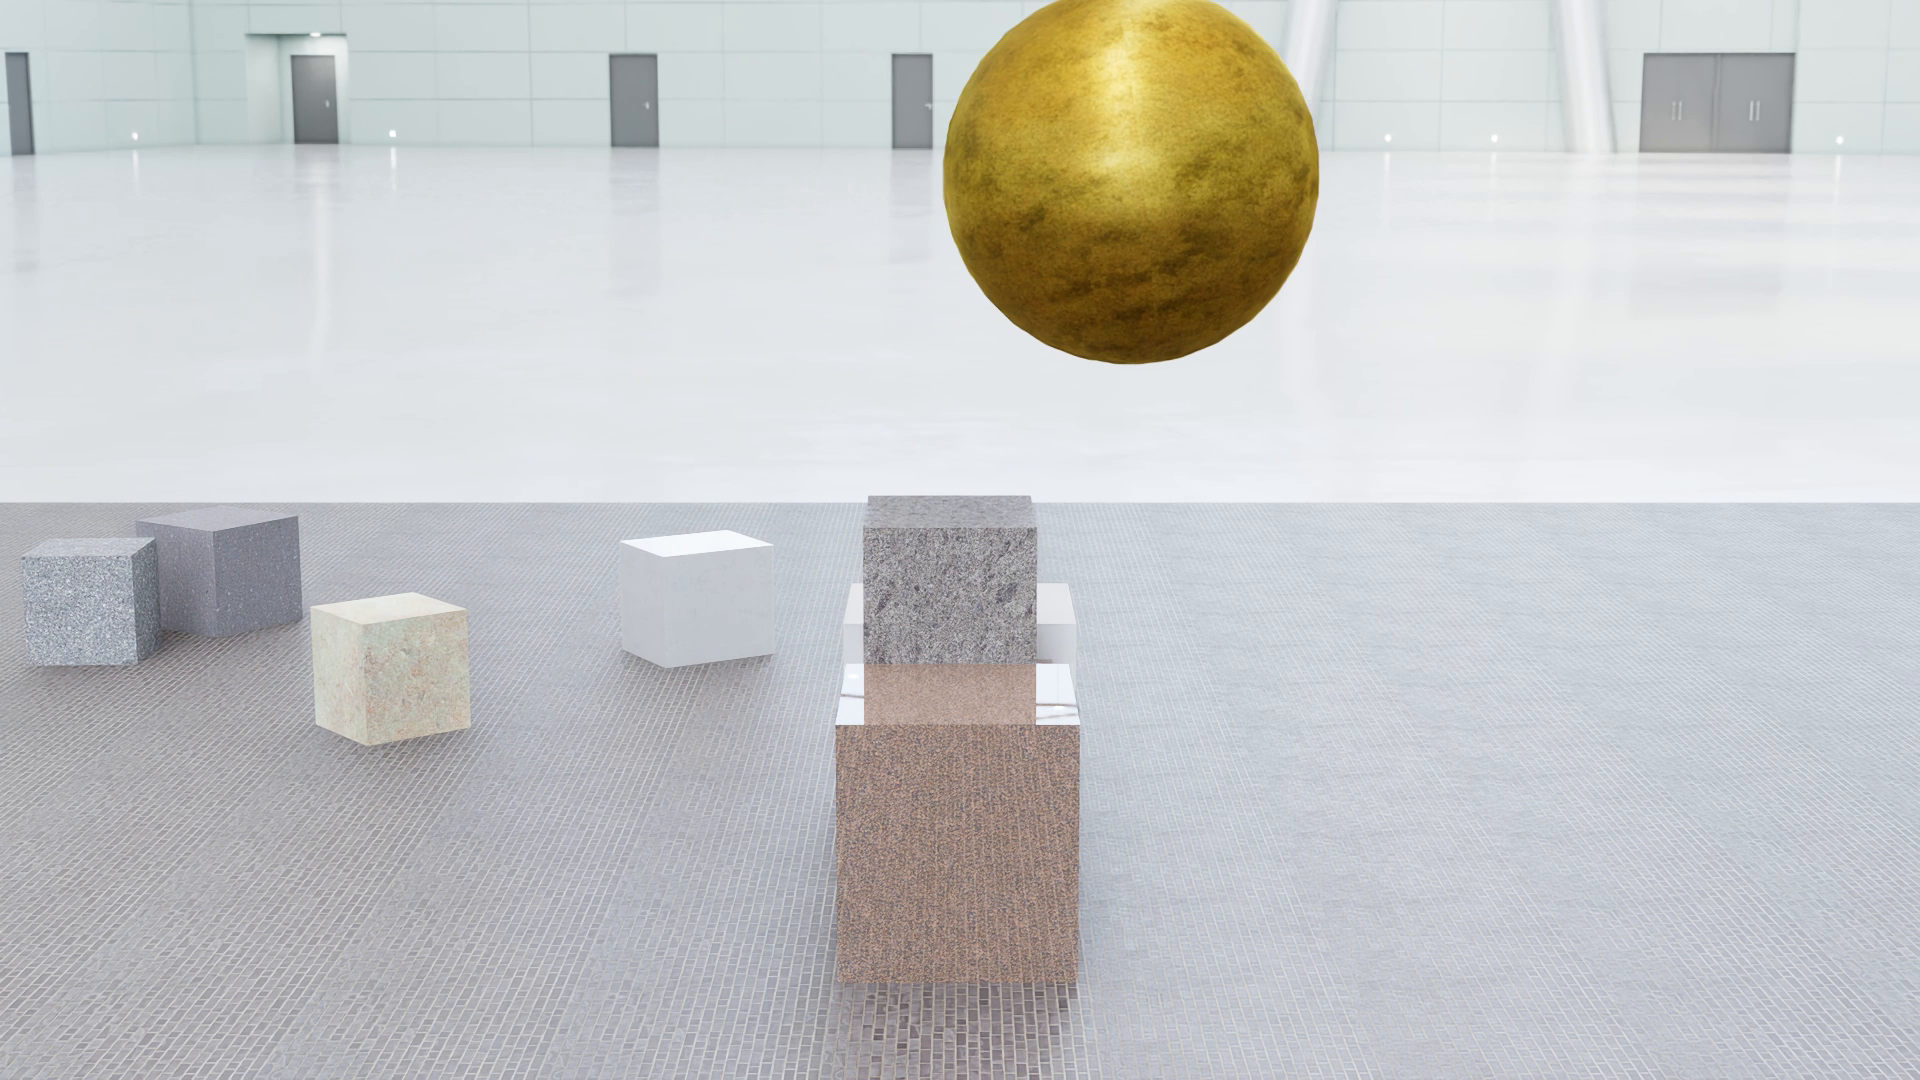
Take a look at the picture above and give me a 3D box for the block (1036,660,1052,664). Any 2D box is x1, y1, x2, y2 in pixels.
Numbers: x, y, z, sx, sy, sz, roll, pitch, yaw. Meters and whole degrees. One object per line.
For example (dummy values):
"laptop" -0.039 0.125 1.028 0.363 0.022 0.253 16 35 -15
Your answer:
"block" 0.007 1.047 11.409 0.829 0.858 0.867 0 10 0

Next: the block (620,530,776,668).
"block" -1.611 0.352 15.733 0.740 0.678 0.616 -6 12 -32

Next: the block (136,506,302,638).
"block" -4.783 0.195 16.583 0.732 0.684 0.699 7 12 33

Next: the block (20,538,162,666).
"block" -5.293 0.371 15.665 0.648 0.667 0.613 -1 10 -3

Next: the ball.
"ball" 0.724 -1.546 10.899 1.600 1.600 1.600 0 10 0

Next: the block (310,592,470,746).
"block" -3.091 0.690 13.931 0.616 0.657 0.604 -9 13 -39

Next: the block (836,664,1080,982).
"block" -0.010 1.129 10.452 0.940 1.040 1.030 0 10 0

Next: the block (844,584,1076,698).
"block" -0.001 0.802 12.301 1.067 1.022 0.944 0 10 0

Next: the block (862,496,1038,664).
"block" -0.044 0.250 11.246 0.733 0.768 0.840 0 10 0
